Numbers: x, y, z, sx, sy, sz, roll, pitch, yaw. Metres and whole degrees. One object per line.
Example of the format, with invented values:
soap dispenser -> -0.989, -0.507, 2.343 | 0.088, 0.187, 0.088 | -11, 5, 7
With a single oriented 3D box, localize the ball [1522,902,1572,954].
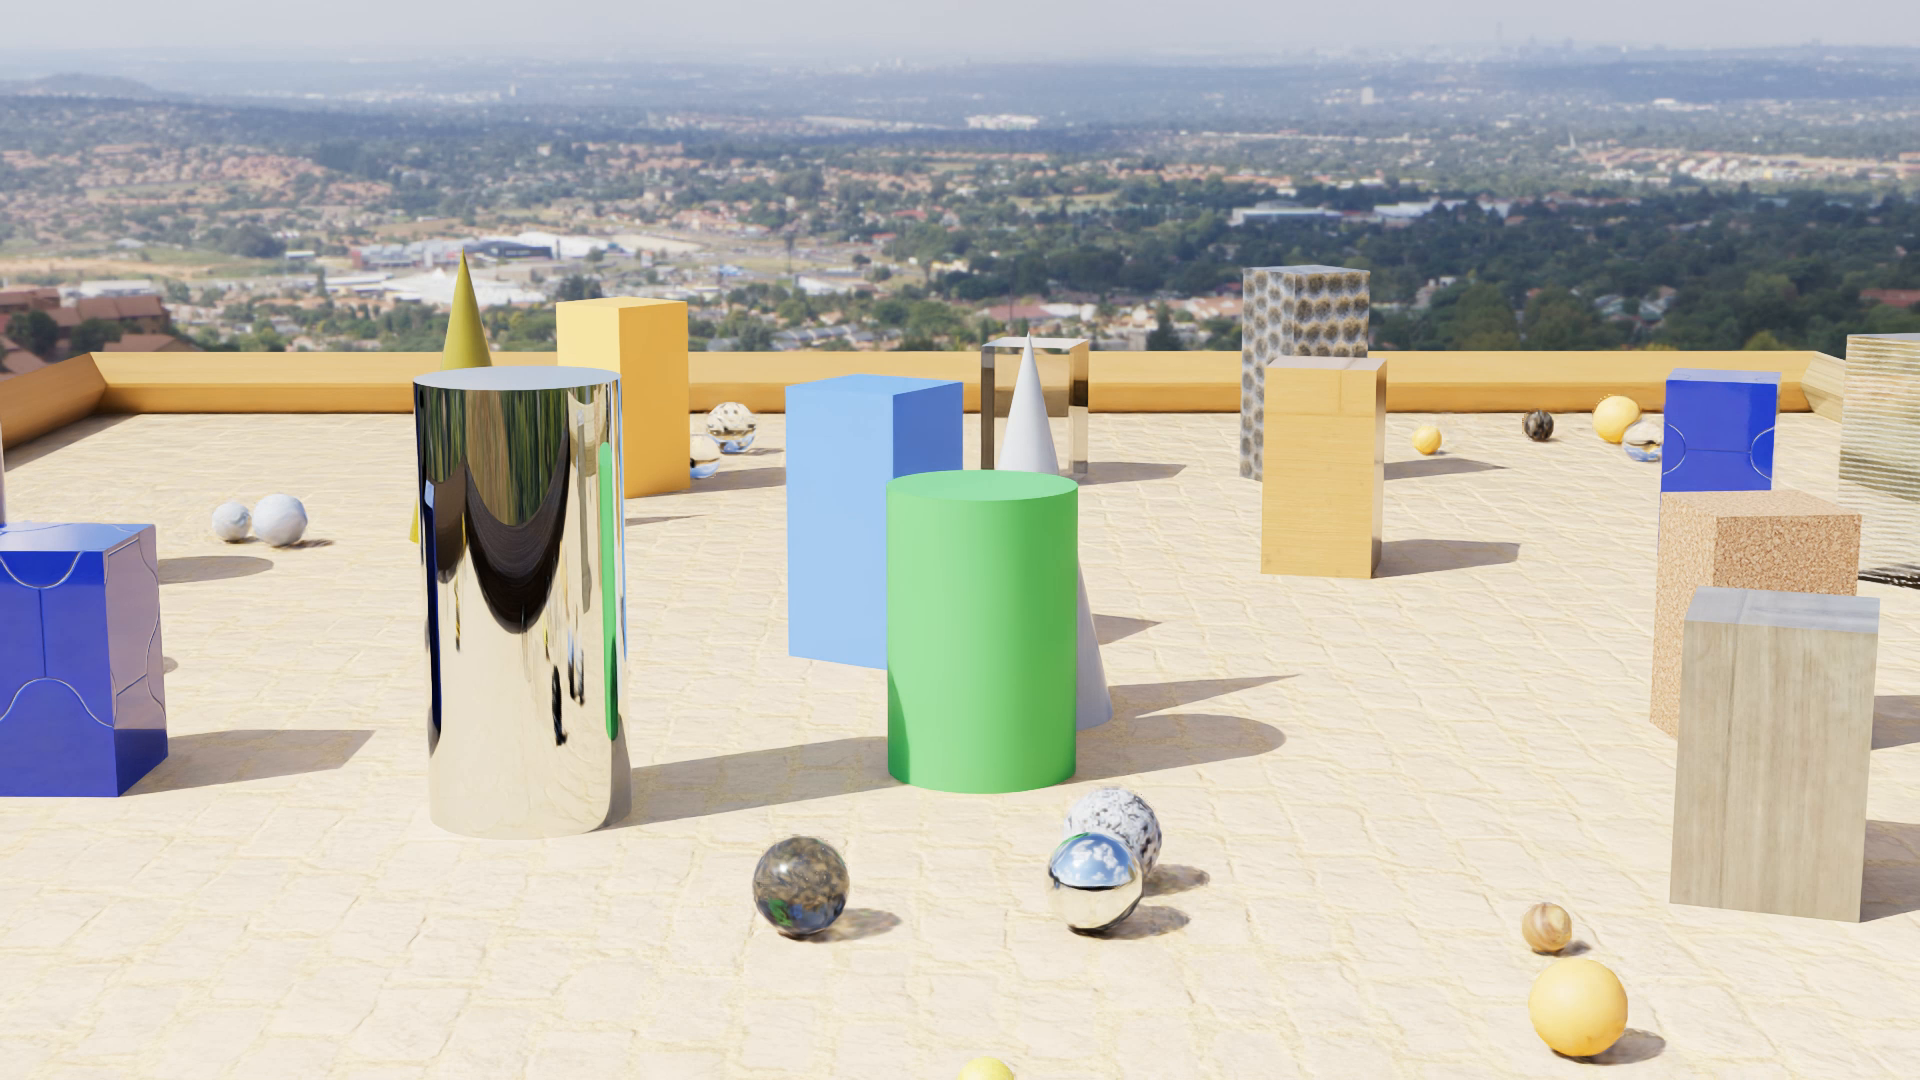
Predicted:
ball -> 0.488, 0.322, 2.132 | 0.042, 0.042, 0.042 | 0, 10, 0

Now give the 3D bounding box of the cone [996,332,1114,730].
cone -> 0.076, -0.018, 2.884 | 0.198, 0.437, 0.198 | 0, 10, 0

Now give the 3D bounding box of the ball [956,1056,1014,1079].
ball -> 0.018, 0.384, 1.797 | 0.043, 0.043, 0.043 | 0, 10, 0

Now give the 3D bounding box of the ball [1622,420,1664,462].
ball -> 1.270, -0.184, 4.769 | 0.076, 0.076, 0.076 | 0, 10, 0

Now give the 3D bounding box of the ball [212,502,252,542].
ball -> -1.126, -0.028, 3.969 | 0.061, 0.061, 0.061 | 0, 10, 0

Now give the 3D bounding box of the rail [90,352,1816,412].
rail -> -0.011, -0.330, 5.410 | 3.651, 0.128, 0.045 | 0, 10, 0

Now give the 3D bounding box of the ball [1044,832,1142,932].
ball -> 0.113, 0.291, 2.184 | 0.085, 0.085, 0.085 | 0, 10, 0

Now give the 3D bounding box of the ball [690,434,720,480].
ball -> -0.466, -0.149, 4.567 | 0.081, 0.081, 0.081 | 0, 10, 0

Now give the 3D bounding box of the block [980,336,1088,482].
block -> 0.134, -0.230, 4.557 | 0.158, 0.243, 0.158 | 3, 11, 15

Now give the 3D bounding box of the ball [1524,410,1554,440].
ball -> 1.136, -0.224, 5.034 | 0.059, 0.059, 0.059 | 0, 10, 0

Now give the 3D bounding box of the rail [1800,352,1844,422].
rail -> 1.802, 0.031, 3.459 | 0.045, 0.128, 4.037 | 0, 10, 0

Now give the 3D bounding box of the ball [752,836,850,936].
ball -> -0.135, 0.293, 2.175 | 0.083, 0.083, 0.083 | 0, 10, 0

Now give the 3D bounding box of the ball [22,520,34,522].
ball -> -1.352, 0.010, 3.721 | 0.077, 0.077, 0.077 | 0, 10, 0

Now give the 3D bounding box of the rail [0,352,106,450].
rail -> -1.802, 0.035, 3.439 | 0.045, 0.128, 4.037 | 0, 10, 0

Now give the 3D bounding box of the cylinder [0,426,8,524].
cylinder -> -1.431, -0.128, 3.553 | 0.198, 0.410, 0.198 | 0, 10, 0

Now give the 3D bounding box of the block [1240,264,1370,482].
block -> 0.608, -0.291, 4.534 | 0.158, 0.373, 0.158 | -5, 12, -27

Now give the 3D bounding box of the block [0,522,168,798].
block -> -0.926, 0.121, 2.640 | 0.158, 0.253, 0.158 | 0, 10, 1

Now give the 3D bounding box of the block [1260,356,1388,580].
block -> 0.533, -0.109, 3.748 | 0.158, 0.301, 0.158 | 3, 11, 14

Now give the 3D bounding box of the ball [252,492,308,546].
ball -> -1.041, -0.031, 3.926 | 0.082, 0.082, 0.082 | 0, 10, 0

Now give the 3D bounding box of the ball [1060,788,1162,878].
ball -> 0.135, 0.267, 2.294 | 0.090, 0.090, 0.090 | 0, 10, 0

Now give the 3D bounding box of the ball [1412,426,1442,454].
ball -> 0.885, -0.190, 4.860 | 0.055, 0.055, 0.055 | 0, 10, 0

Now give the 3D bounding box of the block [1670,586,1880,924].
block -> 0.726, 0.186, 2.282 | 0.158, 0.255, 0.158 | 4, 11, 20

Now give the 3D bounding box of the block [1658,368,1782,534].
block -> 1.150, -0.116, 3.883 | 0.158, 0.266, 0.158 | 4, 11, 19

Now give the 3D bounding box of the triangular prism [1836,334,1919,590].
triangular prism -> 1.371, -0.117, 3.662 | 0.148, 0.348, 0.171 | -9, 14, -41

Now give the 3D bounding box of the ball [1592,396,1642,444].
ball -> 1.280, -0.234, 4.993 | 0.093, 0.093, 0.093 | 0, 10, 0

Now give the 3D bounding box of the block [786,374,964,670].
block -> -0.105, -0.026, 3.198 | 0.158, 0.338, 0.158 | 7, 12, 32

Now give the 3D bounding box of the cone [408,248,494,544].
cone -> -0.763, -0.229, 3.979 | 0.198, 0.452, 0.198 | 0, 10, 0

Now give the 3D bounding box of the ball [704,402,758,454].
ball -> -0.434, -0.213, 4.862 | 0.099, 0.099, 0.099 | 0, 10, 0

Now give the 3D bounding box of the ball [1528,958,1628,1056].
ball -> 0.460, 0.347, 1.909 | 0.073, 0.073, 0.073 | 0, 10, 0

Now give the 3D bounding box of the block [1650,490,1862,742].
block -> 0.861, 0.089, 2.788 | 0.158, 0.261, 0.158 | -1, 11, -6

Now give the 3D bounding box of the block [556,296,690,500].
block -> -0.581, -0.249, 4.436 | 0.158, 0.325, 0.158 | 9, 14, 40

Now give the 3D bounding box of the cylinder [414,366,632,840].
cylinder -> -0.424, 0.056, 2.500 | 0.198, 0.431, 0.198 | 0, 10, 0

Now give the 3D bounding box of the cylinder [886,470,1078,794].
cylinder -> 0.023, 0.091, 2.666 | 0.198, 0.301, 0.198 | 0, 10, 0
